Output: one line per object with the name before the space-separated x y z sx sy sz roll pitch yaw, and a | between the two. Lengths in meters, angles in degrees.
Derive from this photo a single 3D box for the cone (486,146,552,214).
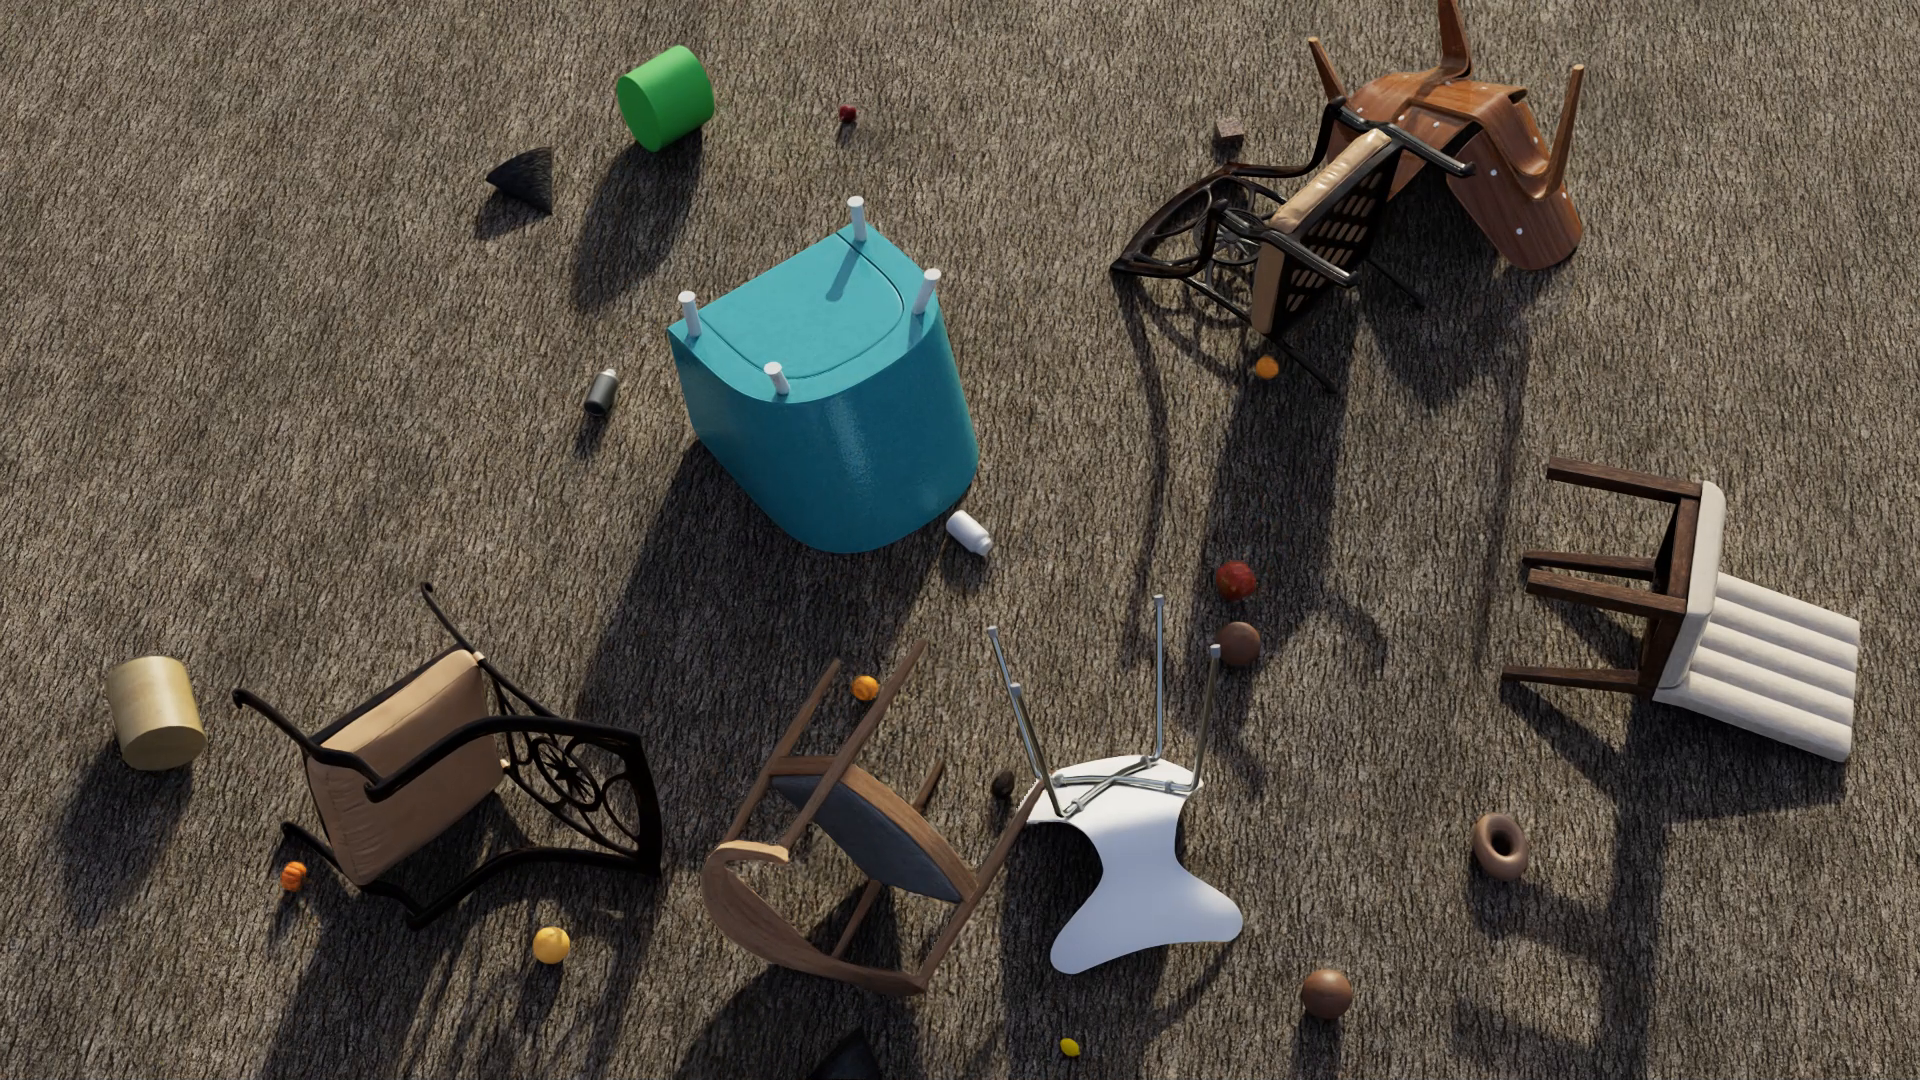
cone | -1.413 -1.166 7.322 0.249 0.118 0.221 -30 76 -19

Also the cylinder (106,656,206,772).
cylinder | -2.240 0.484 6.120 0.222 0.210 0.240 10 43 -46

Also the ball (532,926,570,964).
ball | -1.078 1.069 5.798 0.097 0.097 0.097 0 56 0

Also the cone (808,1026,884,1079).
cone | -0.234 1.399 5.577 0.249 0.206 0.213 45 84 1

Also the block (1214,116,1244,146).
block | 0.916 -1.390 7.481 0.079 0.043 0.083 -9 57 -6

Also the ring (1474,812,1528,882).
ring | 1.467 0.832 5.967 0.140 0.082 0.199 -7 56 -3

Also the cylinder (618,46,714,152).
cylinder | -0.987 -1.479 7.376 0.222 0.318 0.243 -36 72 -21
